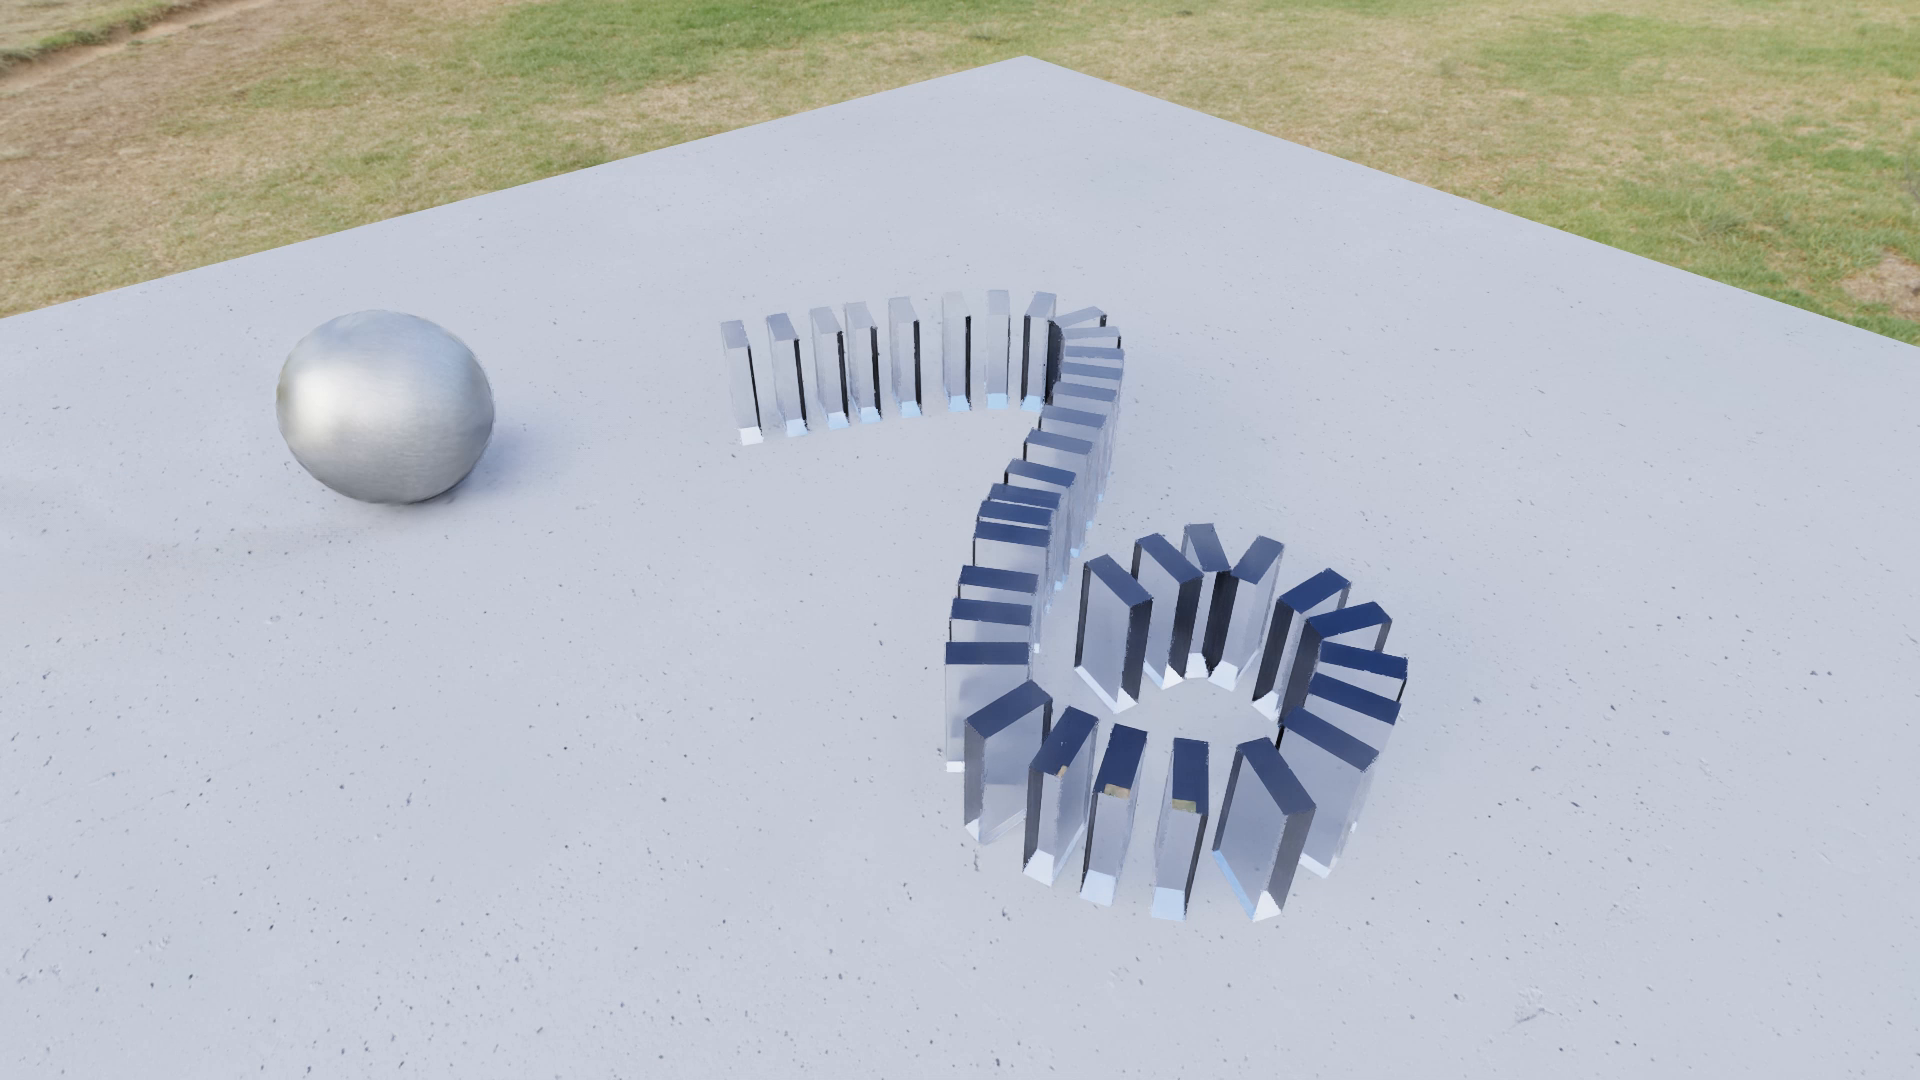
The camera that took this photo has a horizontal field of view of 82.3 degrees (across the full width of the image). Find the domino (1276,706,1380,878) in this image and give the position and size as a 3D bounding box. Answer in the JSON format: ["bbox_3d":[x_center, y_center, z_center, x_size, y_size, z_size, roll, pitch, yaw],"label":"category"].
[{"bbox_3d":[0.103,0.074,0.321,0.025,0.050,0.009,30,48,31],"label":"domino"}]

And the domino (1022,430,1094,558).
[{"bbox_3d":[0.038,-0.018,0.433,0.025,0.050,0.009,14,41,16],"label":"domino"}]

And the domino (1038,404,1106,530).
[{"bbox_3d":[0.044,-0.029,0.447,0.025,0.050,0.010,12,41,14],"label":"domino"}]

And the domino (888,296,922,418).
[{"bbox_3d":[-0.026,-0.085,0.516,0.009,0.050,0.025,-9,40,-11],"label":"domino"}]

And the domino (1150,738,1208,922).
[{"bbox_3d":[0.062,0.082,0.311,0.009,0.050,0.025,6,40,8],"label":"domino"}]

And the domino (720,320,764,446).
[{"bbox_3d":[-0.099,-0.071,0.498,0.010,0.050,0.025,-12,41,-14],"label":"domino"}]

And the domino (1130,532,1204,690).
[{"bbox_3d":[0.069,0.025,0.381,0.009,0.050,0.025,-19,43,-22],"label":"domino"}]

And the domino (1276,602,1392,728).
[{"bbox_3d":[0.121,0.044,0.358,0.025,0.050,0.009,-12,41,-14],"label":"domino"}]

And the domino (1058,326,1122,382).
[{"bbox_3d":[0.058,-0.072,0.499,0.025,0.050,0.009,-4,39,-5],"label":"domino"}]

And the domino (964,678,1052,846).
[{"bbox_3d":[0.014,0.067,0.329,0.025,0.050,0.009,-27,46,-29],"label":"domino"}]

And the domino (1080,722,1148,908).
[{"bbox_3d":[0.044,0.079,0.315,0.009,0.050,0.025,13,41,15],"label":"domino"}]

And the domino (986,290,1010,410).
[{"bbox_3d":[0.018,-0.090,0.521,0.009,0.050,0.025,0,39,0],"label":"domino"}]

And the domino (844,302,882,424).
[{"bbox_3d":[-0.045,-0.082,0.512,0.009,0.050,0.025,-11,41,-13],"label":"domino"}]

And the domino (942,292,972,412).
[{"bbox_3d":[-0.002,-0.089,0.520,0.009,0.050,0.025,-6,40,-8],"label":"domino"}]

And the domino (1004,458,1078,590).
[{"bbox_3d":[0.030,-0.005,0.418,0.025,0.050,0.009,15,42,17],"label":"domino"}]

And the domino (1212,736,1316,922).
[{"bbox_3d":[0.085,0.082,0.311,0.010,0.050,0.025,-12,41,-14],"label":"domino"}]

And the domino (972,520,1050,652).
[{"bbox_3d":[0.018,0.017,0.390,0.025,0.050,0.009,8,40,10],"label":"domino"}]

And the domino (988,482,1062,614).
[{"bbox_3d":[0.023,0.004,0.407,0.025,0.050,0.010,10,40,12],"label":"domino"}]

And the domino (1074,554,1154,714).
[{"bbox_3d":[0.051,0.032,0.372,0.009,0.050,0.025,-20,43,-23],"label":"domino"}]

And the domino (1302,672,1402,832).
[{"bbox_3d":[0.113,0.065,0.332,0.025,0.050,0.010,21,44,23],"label":"domino"}]

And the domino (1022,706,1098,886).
[{"bbox_3d":[0.029,0.075,0.320,0.009,0.050,0.025,20,43,22],"label":"domino"}]

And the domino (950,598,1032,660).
[{"bbox_3d":[0.010,0.042,0.360,0.025,0.050,0.010,5,40,6],"label":"domino"}]

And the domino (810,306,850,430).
[{"bbox_3d":[-0.060,-0.079,0.508,0.009,0.050,0.025,-12,41,-14],"label":"domino"}]

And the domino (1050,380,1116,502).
[{"bbox_3d":[0.050,-0.041,0.461,0.025,0.050,0.010,11,41,13],"label":"domino"}]

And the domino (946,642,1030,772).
[{"bbox_3d":[0.008,0.053,0.346,0.025,0.050,0.009,0,39,0],"label":"domino"}]

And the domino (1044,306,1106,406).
[{"bbox_3d":[0.053,-0.081,0.510,0.025,0.050,0.010,-21,44,-23],"label":"domino"}]

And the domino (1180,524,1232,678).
[{"bbox_3d":[0.083,0.022,0.385,0.009,0.050,0.025,-3,39,-3],"label":"domino"}]

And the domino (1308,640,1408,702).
[{"bbox_3d":[0.121,0.055,0.344,0.025,0.050,0.009,12,41,14],"label":"domino"}]

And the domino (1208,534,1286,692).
[{"bbox_3d":[0.099,0.026,0.380,0.009,0.050,0.025,23,45,26],"label":"domino"}]

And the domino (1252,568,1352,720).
[{"bbox_3d":[0.114,0.035,0.368,0.025,0.050,0.009,-25,45,-27],"label":"domino"}]

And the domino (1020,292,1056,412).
[{"bbox_3d":[0.037,-0.089,0.520,0.010,0.050,0.025,11,41,13],"label":"domino"}]

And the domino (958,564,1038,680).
[{"bbox_3d":[0.012,0.032,0.372,0.025,0.050,0.009,7,40,9],"label":"domino"}]

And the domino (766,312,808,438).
[{"bbox_3d":[-0.079,-0.075,0.503,0.009,0.050,0.025,-12,41,-14],"label":"domino"}]

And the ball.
[{"bbox_3d":[-0.236,-0.055,0.454,0.080,0.080,0.080,0,39,0],"label":"ball"}]

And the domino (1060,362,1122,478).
[{"bbox_3d":[0.055,-0.051,0.474,0.025,0.050,0.010,9,40,11],"label":"domino"}]

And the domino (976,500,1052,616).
[{"bbox_3d":[0.019,0.010,0.399,0.025,0.050,0.009,9,40,10],"label":"domino"}]

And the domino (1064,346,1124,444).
[{"bbox_3d":[0.057,-0.061,0.486,0.025,0.050,0.010,4,40,5],"label":"domino"}]
